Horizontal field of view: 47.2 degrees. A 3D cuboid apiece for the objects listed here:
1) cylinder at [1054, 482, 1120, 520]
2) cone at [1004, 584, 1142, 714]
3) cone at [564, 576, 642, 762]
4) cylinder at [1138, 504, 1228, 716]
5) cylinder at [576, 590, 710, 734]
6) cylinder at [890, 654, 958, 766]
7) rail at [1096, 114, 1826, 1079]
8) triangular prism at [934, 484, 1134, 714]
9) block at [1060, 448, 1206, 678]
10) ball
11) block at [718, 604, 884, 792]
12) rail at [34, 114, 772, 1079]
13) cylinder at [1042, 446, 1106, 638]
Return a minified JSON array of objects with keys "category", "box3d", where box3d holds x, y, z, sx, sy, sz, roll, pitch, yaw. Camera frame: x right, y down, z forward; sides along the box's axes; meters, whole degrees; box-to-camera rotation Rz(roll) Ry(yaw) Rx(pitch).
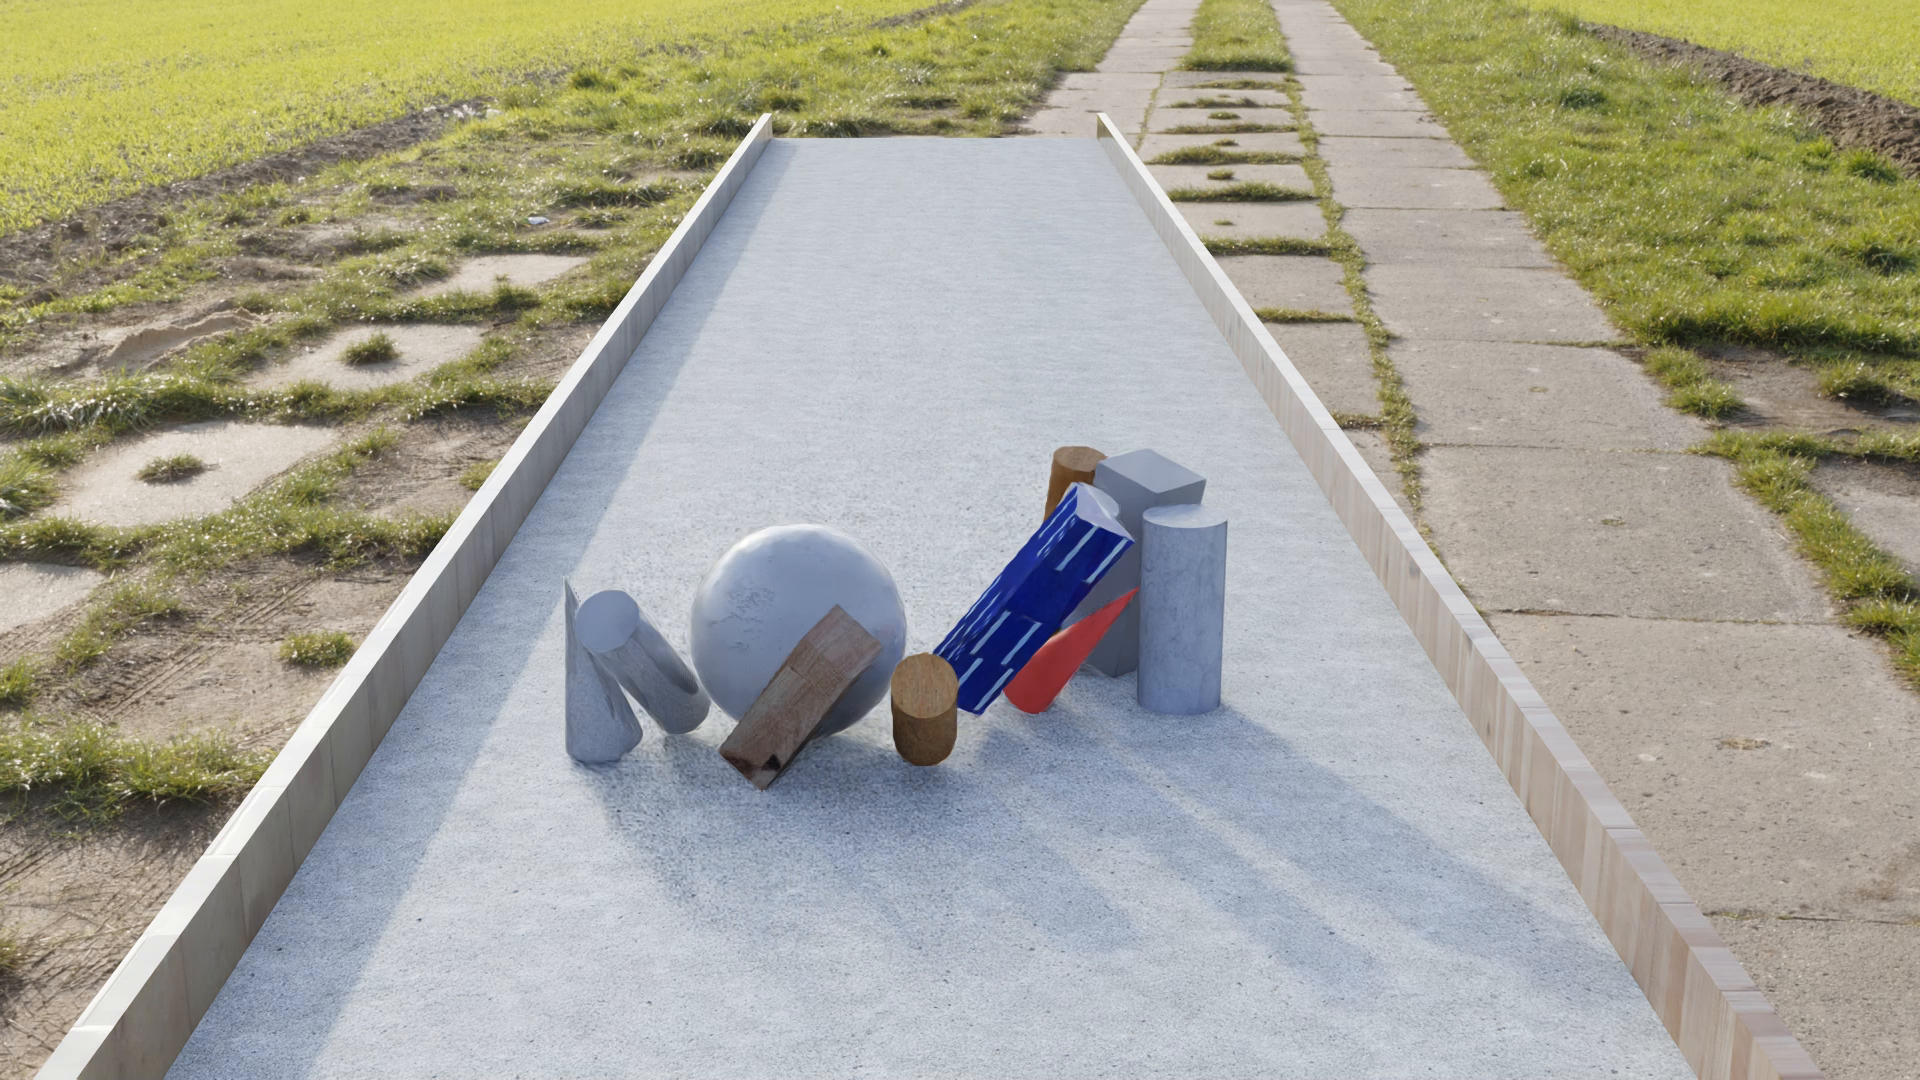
[{"category":"cylinder","box3d":[0.161,0.087,4.200,0.107,0.418,0.107,22,28,-13]},{"category":"cone","box3d":[0.223,0.177,4.018,0.113,0.113,0.386,-16,-21,-43]},{"category":"cone","box3d":[-0.660,0.208,3.865,0.142,0.351,0.142,-5,31,3]},{"category":"cylinder","box3d":[0.418,0.131,4.142,0.159,0.367,0.159,0,17,0]},{"category":"cylinder","box3d":[-0.553,0.220,3.873,0.112,0.112,0.404,4,-24,14]},{"category":"cylinder","box3d":[-0.060,0.293,3.757,0.112,0.112,0.312,0,-20,-1]},{"category":"rail","box3d":[0.932,-0.844,7.801,0.050,0.150,12.000,0,17,-1]},{"category":"triangular prism","box3d":[0.101,0.102,4.013,0.147,0.458,0.127,22,29,-38]},{"category":"block","box3d":[0.335,0.045,4.318,0.152,0.406,0.152,31,32,35]},{"category":"ball","box3d":[-0.292,0.165,3.969,0.394,0.394,0.394,0,17,0]},{"category":"block","box3d":[-0.270,0.269,3.691,0.105,0.361,0.105,41,43,3]},{"category":"rail","box3d":[-1.118,-0.838,7.780,0.050,0.150,12.000,0,17,-1]},{"category":"cylinder","box3d":[0.211,0.024,4.376,0.107,0.425,0.107,6,30,-3]}]
